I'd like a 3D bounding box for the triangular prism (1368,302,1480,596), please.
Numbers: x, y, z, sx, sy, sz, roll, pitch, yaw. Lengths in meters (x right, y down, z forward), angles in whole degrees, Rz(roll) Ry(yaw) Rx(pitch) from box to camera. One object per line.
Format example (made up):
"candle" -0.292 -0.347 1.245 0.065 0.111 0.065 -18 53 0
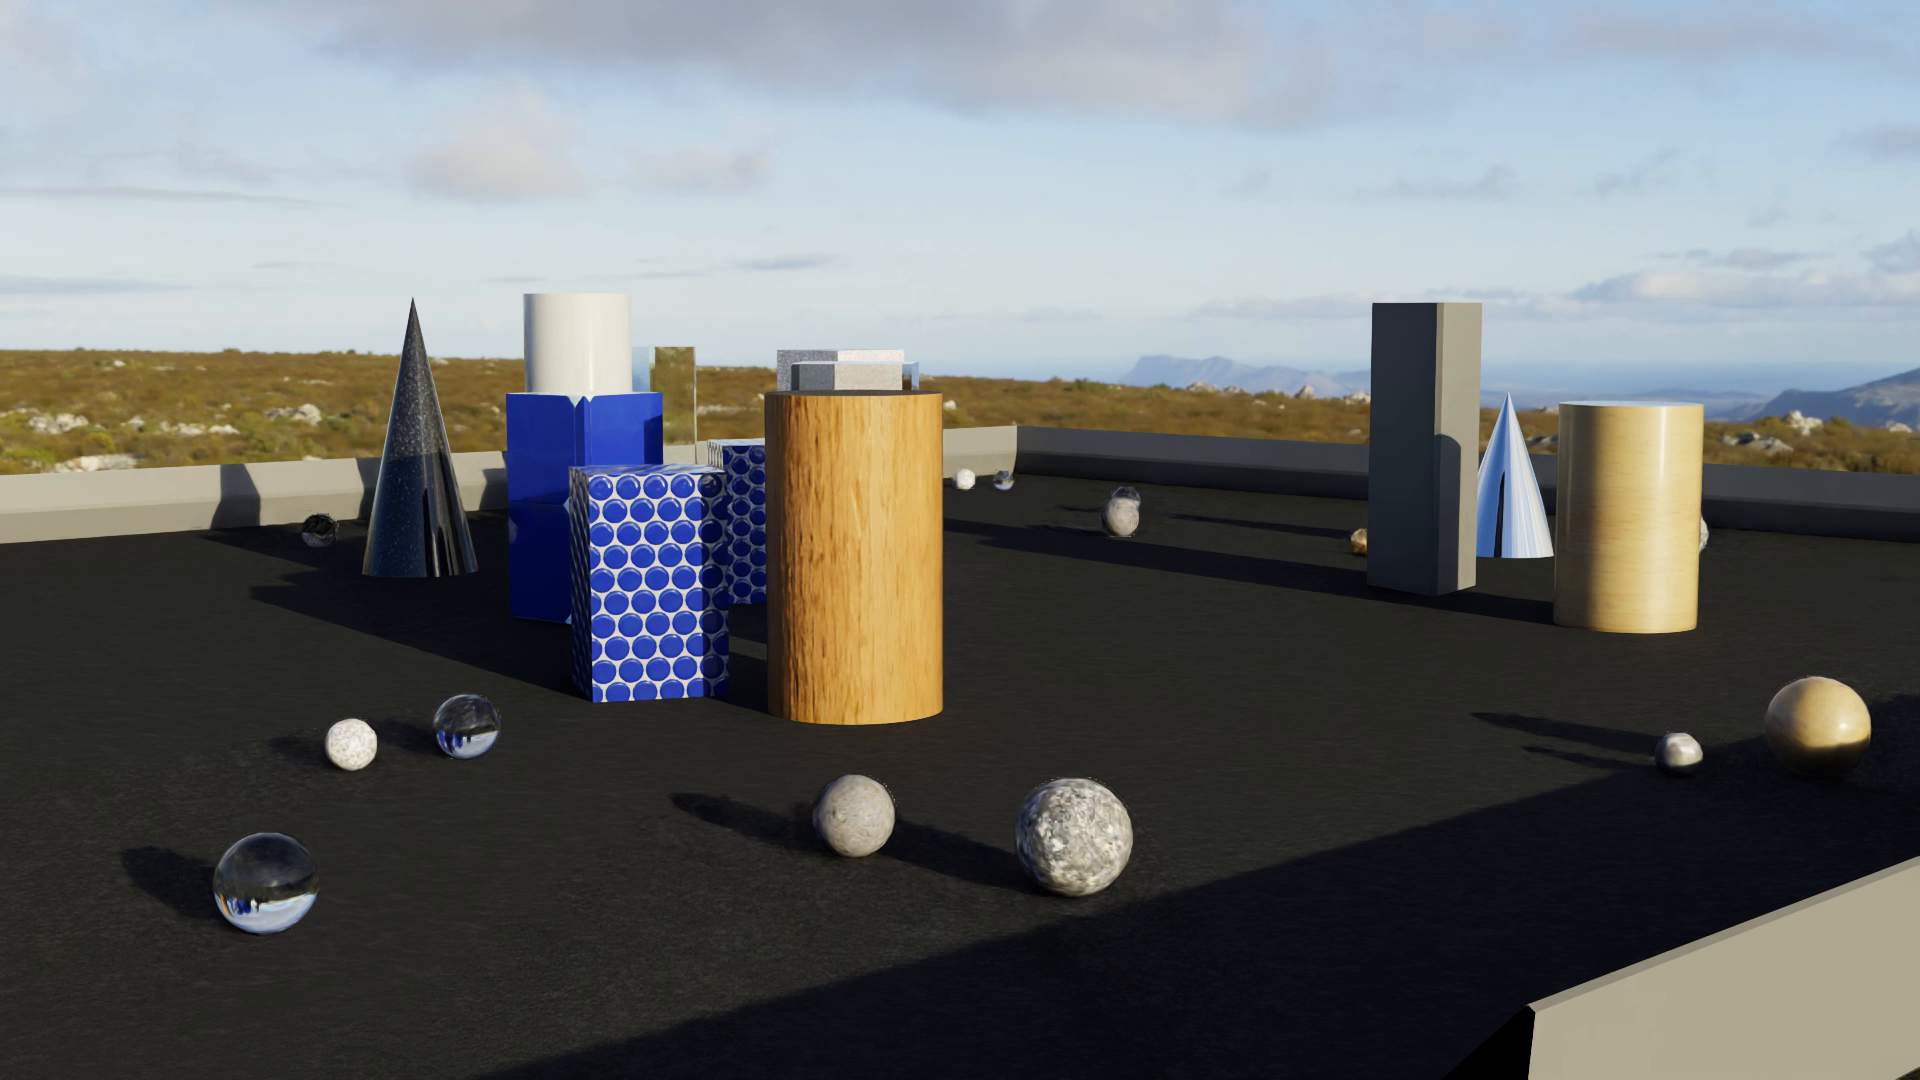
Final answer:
"triangular prism" 0.727 -0.151 3.527 0.148 0.457 0.171 4 7 34

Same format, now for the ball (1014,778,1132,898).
"ball" 0.086 0.226 1.676 0.090 0.090 0.090 0 6 0

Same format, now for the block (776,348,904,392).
"block" -0.210 -0.148 3.890 0.158 0.376 0.158 6 8 44

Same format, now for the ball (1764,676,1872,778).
"ball" 0.820 0.179 2.102 0.096 0.096 0.096 0 6 0

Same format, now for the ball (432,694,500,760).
"ball" -0.491 0.186 2.188 0.065 0.065 0.065 0 6 0

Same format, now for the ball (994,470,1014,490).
"ball" 0.108 -0.148 5.446 0.052 0.052 0.052 0 6 0

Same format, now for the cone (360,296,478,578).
"cone" -0.928 -0.182 3.752 0.198 0.471 0.198 0 6 0

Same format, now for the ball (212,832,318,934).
"ball" -0.497 0.246 1.576 0.072 0.072 0.072 0 6 0

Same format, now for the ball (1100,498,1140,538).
"ball" 0.315 -0.044 4.335 0.076 0.076 0.076 0 6 0

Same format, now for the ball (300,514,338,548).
"ball" -1.202 -0.017 4.125 0.065 0.065 0.065 0 6 0

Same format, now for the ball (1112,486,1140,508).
"ball" 0.363 -0.087 4.809 0.063 0.063 0.063 0 6 0

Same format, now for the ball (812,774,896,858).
"ball" -0.087 0.225 1.795 0.068 0.068 0.068 0 6 0

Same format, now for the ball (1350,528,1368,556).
"ball" 0.735 0.004 4.001 0.050 0.050 0.050 0 6 0

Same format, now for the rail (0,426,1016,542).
"rail" -1.270 -0.109 4.700 3.924 0.128 0.045 -5 8 -42

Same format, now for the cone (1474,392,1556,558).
"cone" 1.007 -0.127 4.054 0.198 0.299 0.198 0 6 0

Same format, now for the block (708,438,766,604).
"block" -0.302 -0.032 3.424 0.158 0.242 0.158 -2 6 -15

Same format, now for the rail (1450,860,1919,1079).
"rail" 1.270 0.176 1.963 3.924 0.128 0.045 -5 8 -42

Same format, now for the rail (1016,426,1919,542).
"rail" 1.425 -0.103 4.639 0.045 0.128 3.792 -5 8 -42

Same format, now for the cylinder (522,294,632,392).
"cylinder" -0.705 -0.217 4.072 0.198 0.475 0.198 0 6 0

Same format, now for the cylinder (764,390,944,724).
"cylinder" -0.118 0.013 2.452 0.198 0.354 0.198 0 6 0

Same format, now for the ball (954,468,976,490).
"ball" 0.011 -0.150 5.457 0.054 0.054 0.054 0 6 0

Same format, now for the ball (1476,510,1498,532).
"ball" 1.067 -0.039 4.449 0.043 0.043 0.043 0 6 0

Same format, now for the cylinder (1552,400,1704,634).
"cylinder" 0.949 -0.037 3.126 0.198 0.314 0.198 0 6 0

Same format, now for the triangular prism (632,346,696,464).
"triangular prism" -0.640 -0.219 4.594 0.171 0.371 0.148 -1 6 -10

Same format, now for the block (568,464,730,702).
"block" -0.368 0.046 2.592 0.158 0.260 0.158 -2 6 -18

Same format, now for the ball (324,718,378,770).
"ball" -0.591 0.199 2.134 0.050 0.050 0.050 0 6 0

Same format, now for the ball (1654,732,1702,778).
"ball" 0.686 0.206 2.101 0.044 0.044 0.044 0 6 0

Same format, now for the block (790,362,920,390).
"block" -0.138 -0.050 2.951 0.158 0.375 0.158 0 6 2

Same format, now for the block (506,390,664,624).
"block" -0.544 -0.051 3.206 0.158 0.325 0.158 4 7 36

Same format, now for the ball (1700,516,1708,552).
"ball" 1.282 -0.010 3.916 0.095 0.095 0.095 0 6 0
